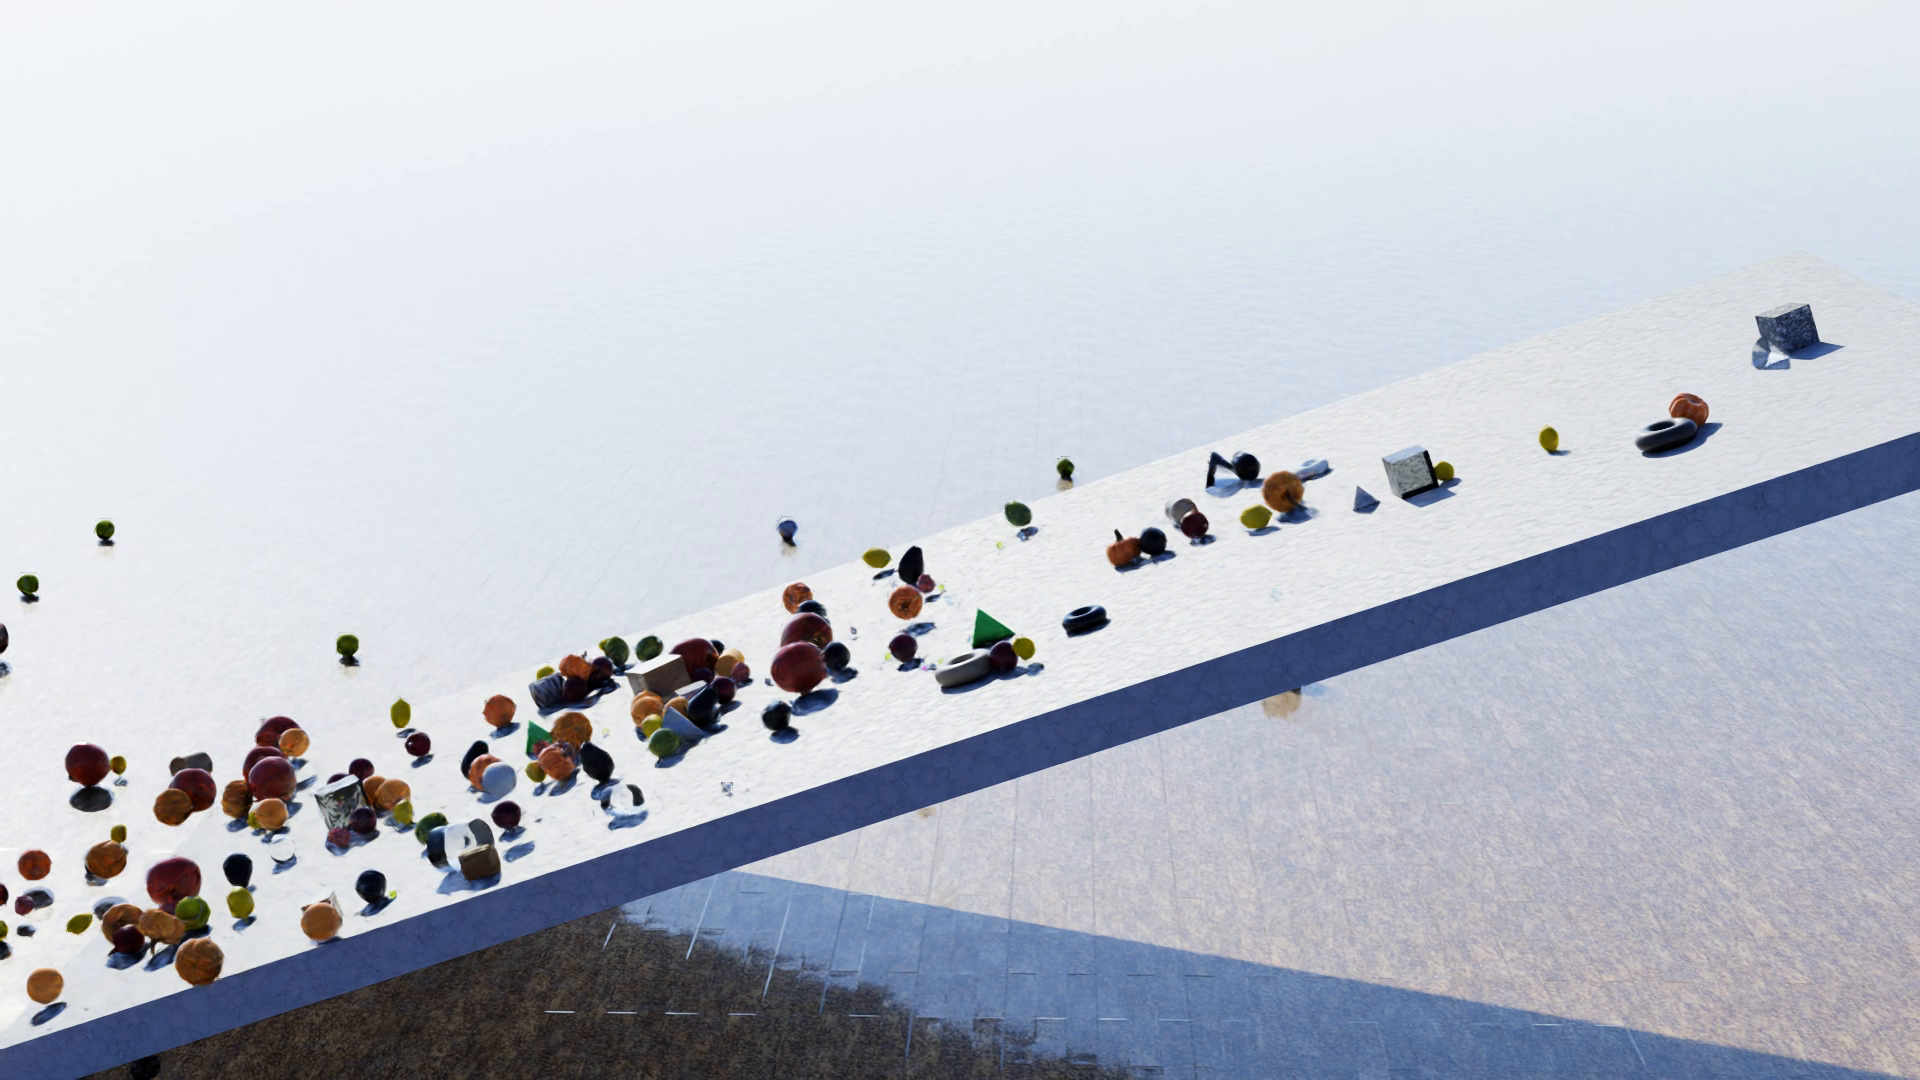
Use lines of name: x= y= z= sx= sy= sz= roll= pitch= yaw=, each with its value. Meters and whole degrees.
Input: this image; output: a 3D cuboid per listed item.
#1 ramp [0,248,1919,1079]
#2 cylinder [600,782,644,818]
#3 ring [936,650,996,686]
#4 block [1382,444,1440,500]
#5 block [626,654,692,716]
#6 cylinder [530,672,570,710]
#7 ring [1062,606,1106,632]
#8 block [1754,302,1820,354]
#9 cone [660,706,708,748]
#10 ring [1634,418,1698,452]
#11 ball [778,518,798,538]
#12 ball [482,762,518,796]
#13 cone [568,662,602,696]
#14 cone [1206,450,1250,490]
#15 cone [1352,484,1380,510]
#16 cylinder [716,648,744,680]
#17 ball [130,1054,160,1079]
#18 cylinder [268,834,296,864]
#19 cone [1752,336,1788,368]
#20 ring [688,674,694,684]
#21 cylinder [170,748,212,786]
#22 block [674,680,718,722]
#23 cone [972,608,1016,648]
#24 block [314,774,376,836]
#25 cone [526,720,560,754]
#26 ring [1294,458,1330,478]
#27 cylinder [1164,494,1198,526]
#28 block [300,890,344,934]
ramp: x=0.108 y=0.180 z=6.304 sx=4.000 sy=0.100 sz=2.000 roll=-18 pitch=11 yaw=6
cylinder: x=-0.646 y=0.497 z=5.617 sx=0.059 sy=0.059 sz=0.059 roll=16 pitch=20 yaw=40
ring: x=0.011 y=0.250 z=5.749 sx=0.126 sy=0.042 sz=0.126 roll=-20 pitch=10 yaw=3
block: x=0.917 y=-0.138 z=5.991 sx=0.080 sy=0.080 sz=0.080 roll=-20 pitch=11 yaw=-3
block: x=-0.653 y=0.316 z=6.422 sx=0.099 sy=0.099 sz=0.099 roll=-25 pitch=12 yaw=-26
cylinder: x=-0.959 y=0.351 z=6.864 sx=0.066 sy=0.066 sz=0.066 roll=-26 pitch=24 yaw=-31
ring: x=0.246 y=0.156 z=5.835 sx=0.094 sy=0.031 sz=0.094 roll=-18 pitch=12 yaw=4
block: x=1.712 y=-0.437 z=6.085 sx=0.082 sy=0.082 sz=0.082 roll=-21 pitch=11 yaw=-11
cone: x=-0.560 y=0.393 z=6.038 sx=0.089 sy=0.089 sz=0.089 roll=10 pitch=14 yaw=10
ring: x=1.356 y=-0.202 z=5.653 sx=0.122 sy=0.041 sz=0.122 roll=-17 pitch=11 yaw=4
ball: x=-0.614 y=-0.041 z=10.470 sx=0.073 sy=0.073 sz=0.073 roll=0 pitch=12 yaw=0
ball: x=-0.904 y=0.469 z=5.773 sx=0.068 sy=0.068 sz=0.068 roll=0 pitch=12 yaw=0
cone: x=-0.876 y=0.332 z=6.899 sx=0.079 sy=0.079 sz=0.079 roll=8 pitch=12 yaw=0
cone: x=0.613 y=-0.149 z=6.669 sx=0.096 sy=0.096 sz=0.096 roll=11 pitch=14 yaw=8
cone: x=0.833 y=-0.082 z=6.007 sx=0.054 sy=0.054 sz=0.054 roll=9 pitch=13 yaw=6
cylinder: x=-0.508 y=0.274 z=6.490 sx=0.056 sy=0.056 sz=0.056 roll=1 pitch=13 yaw=5
ball: x=-1.562 y=1.010 z=5.638 sx=0.055 sy=0.055 sz=0.055 roll=0 pitch=12 yaw=0
cylinder: x=-1.436 y=0.654 z=6.231 sx=0.054 sy=0.054 sz=0.054 roll=-3 pitch=6 yaw=-14
cone: x=1.666 y=-0.378 z=6.010 sx=0.067 sy=0.067 sz=0.067 roll=11 pitch=7 yaw=-22
ring: x=-0.630 y=0.320 z=6.554 sx=0.079 sy=0.026 sz=0.079 roll=-15 pitch=11 yaw=3
cylinder: x=-1.976 y=0.584 z=7.557 sx=0.076 sy=0.076 sz=0.076 roll=8 pitch=19 yaw=33
block: x=-0.557 y=0.342 z=6.217 sx=0.065 sy=0.065 sz=0.065 roll=-21 pitch=11 yaw=-11
cone: x=0.072 y=0.185 z=5.976 sx=0.085 sy=0.085 sz=0.085 roll=8 pitch=12 yaw=1
block: x=-1.329 y=0.572 z=6.345 sx=0.092 sy=0.092 sz=0.092 roll=-23 pitch=11 yaw=-19
cone: x=-0.910 y=0.436 z=6.448 sx=0.077 sy=0.077 sz=0.077 roll=6 pitch=11 yaw=-10
ring: x=0.775 y=-0.159 z=6.480 sx=0.081 sy=0.027 sz=0.081 roll=-20 pitch=14 yaw=5
cylinder: x=0.483 y=-0.066 z=6.440 sx=0.059 sy=0.059 sz=0.059 roll=-4 pitch=20 yaw=-17
block: x=-1.209 y=0.705 z=5.577 sx=0.057 sy=0.057 sz=0.057 roll=-19 pitch=11 yaw=0
